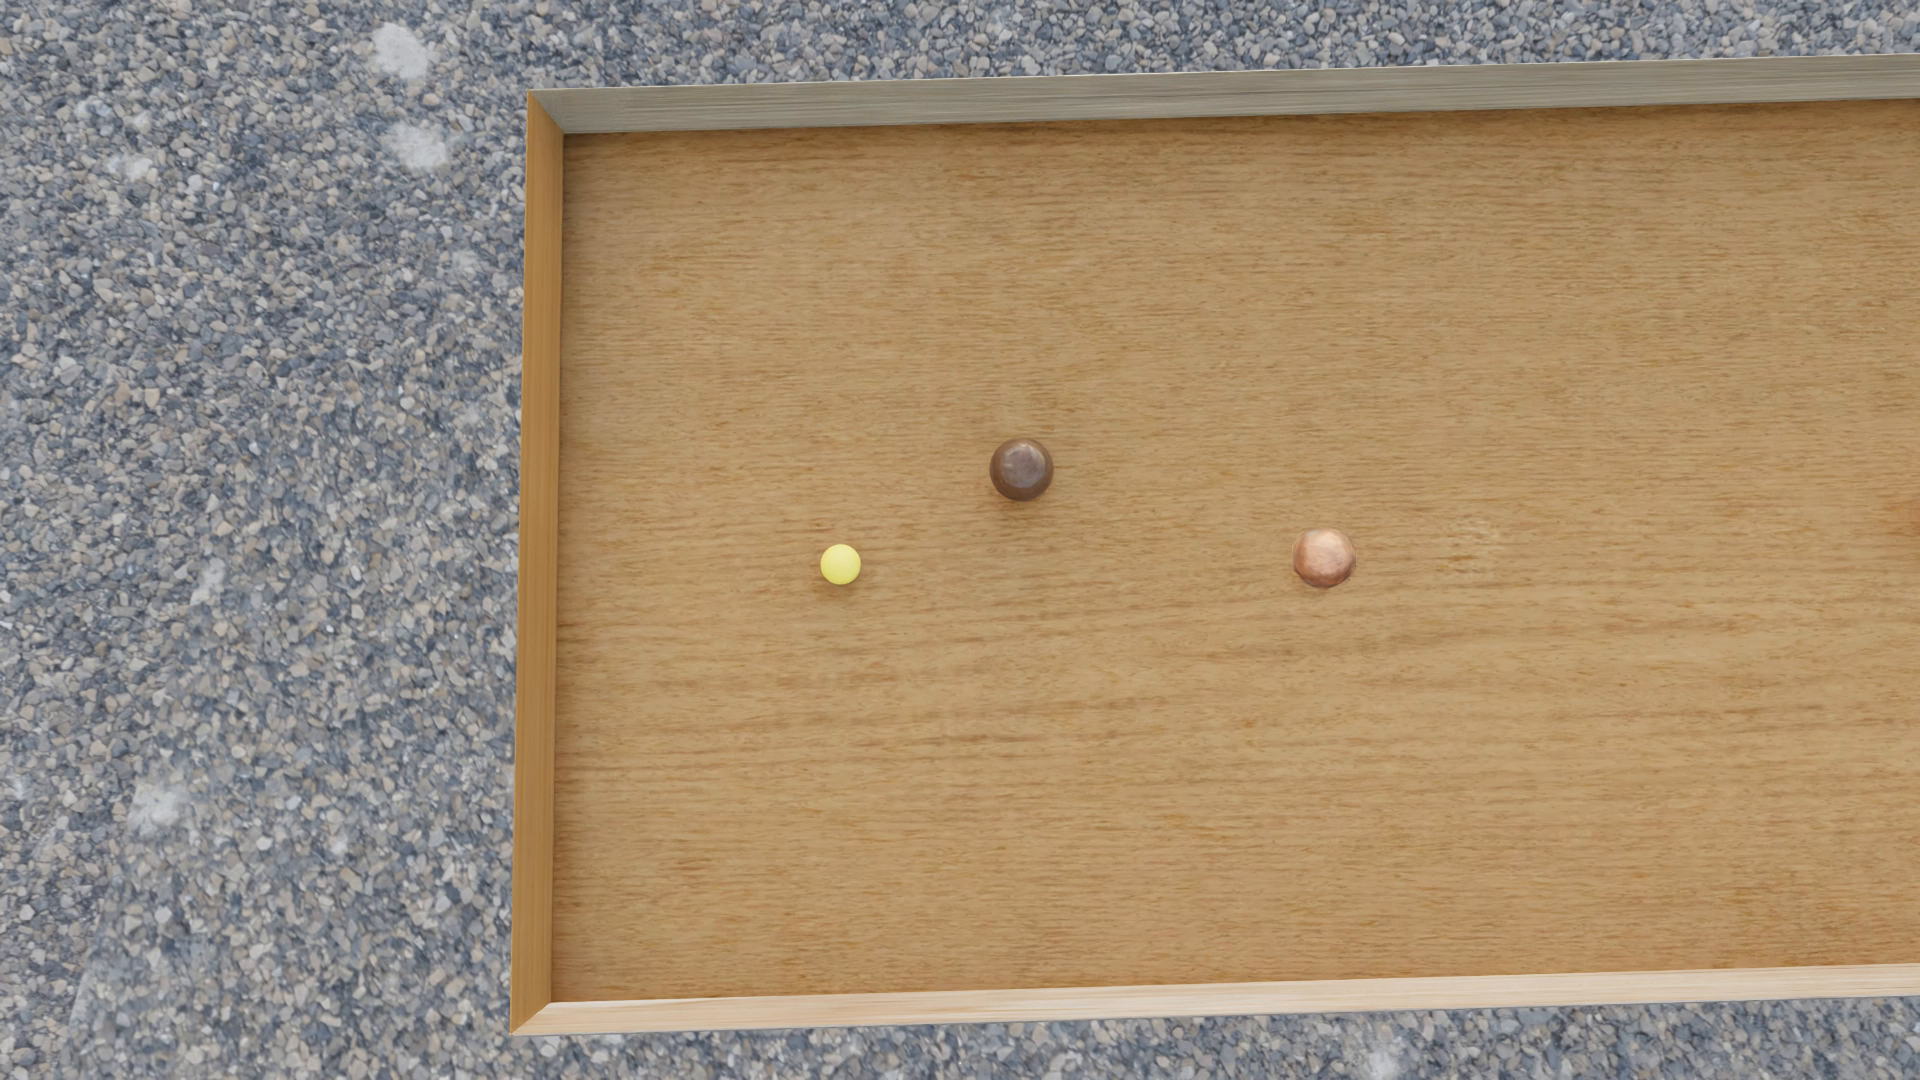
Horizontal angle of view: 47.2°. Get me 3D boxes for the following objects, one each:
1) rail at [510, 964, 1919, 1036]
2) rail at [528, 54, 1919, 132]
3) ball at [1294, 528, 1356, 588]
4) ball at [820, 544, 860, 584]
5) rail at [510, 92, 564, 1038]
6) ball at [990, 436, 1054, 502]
[{"bbox_3d":[0.668,0.647,3.140,2.594,0.127,0.045,-2,77,0],"label":"rail"},{"bbox_3d":[0.629,-0.694,3.459,2.594,0.127,0.045,-2,77,0],"label":"rail"},{"bbox_3d":[0.548,0.027,3.306,0.093,0.093,0.093,0,77,0],"label":"ball"},{"bbox_3d":[-0.180,0.037,3.320,0.061,0.061,0.061,0,77,0],"label":"ball"},{"bbox_3d":[-0.625,0.011,3.291,0.045,0.127,1.427,-2,77,0],"label":"rail"},{"bbox_3d":[0.093,-0.107,3.335,0.098,0.098,0.098,0,77,0],"label":"ball"}]
